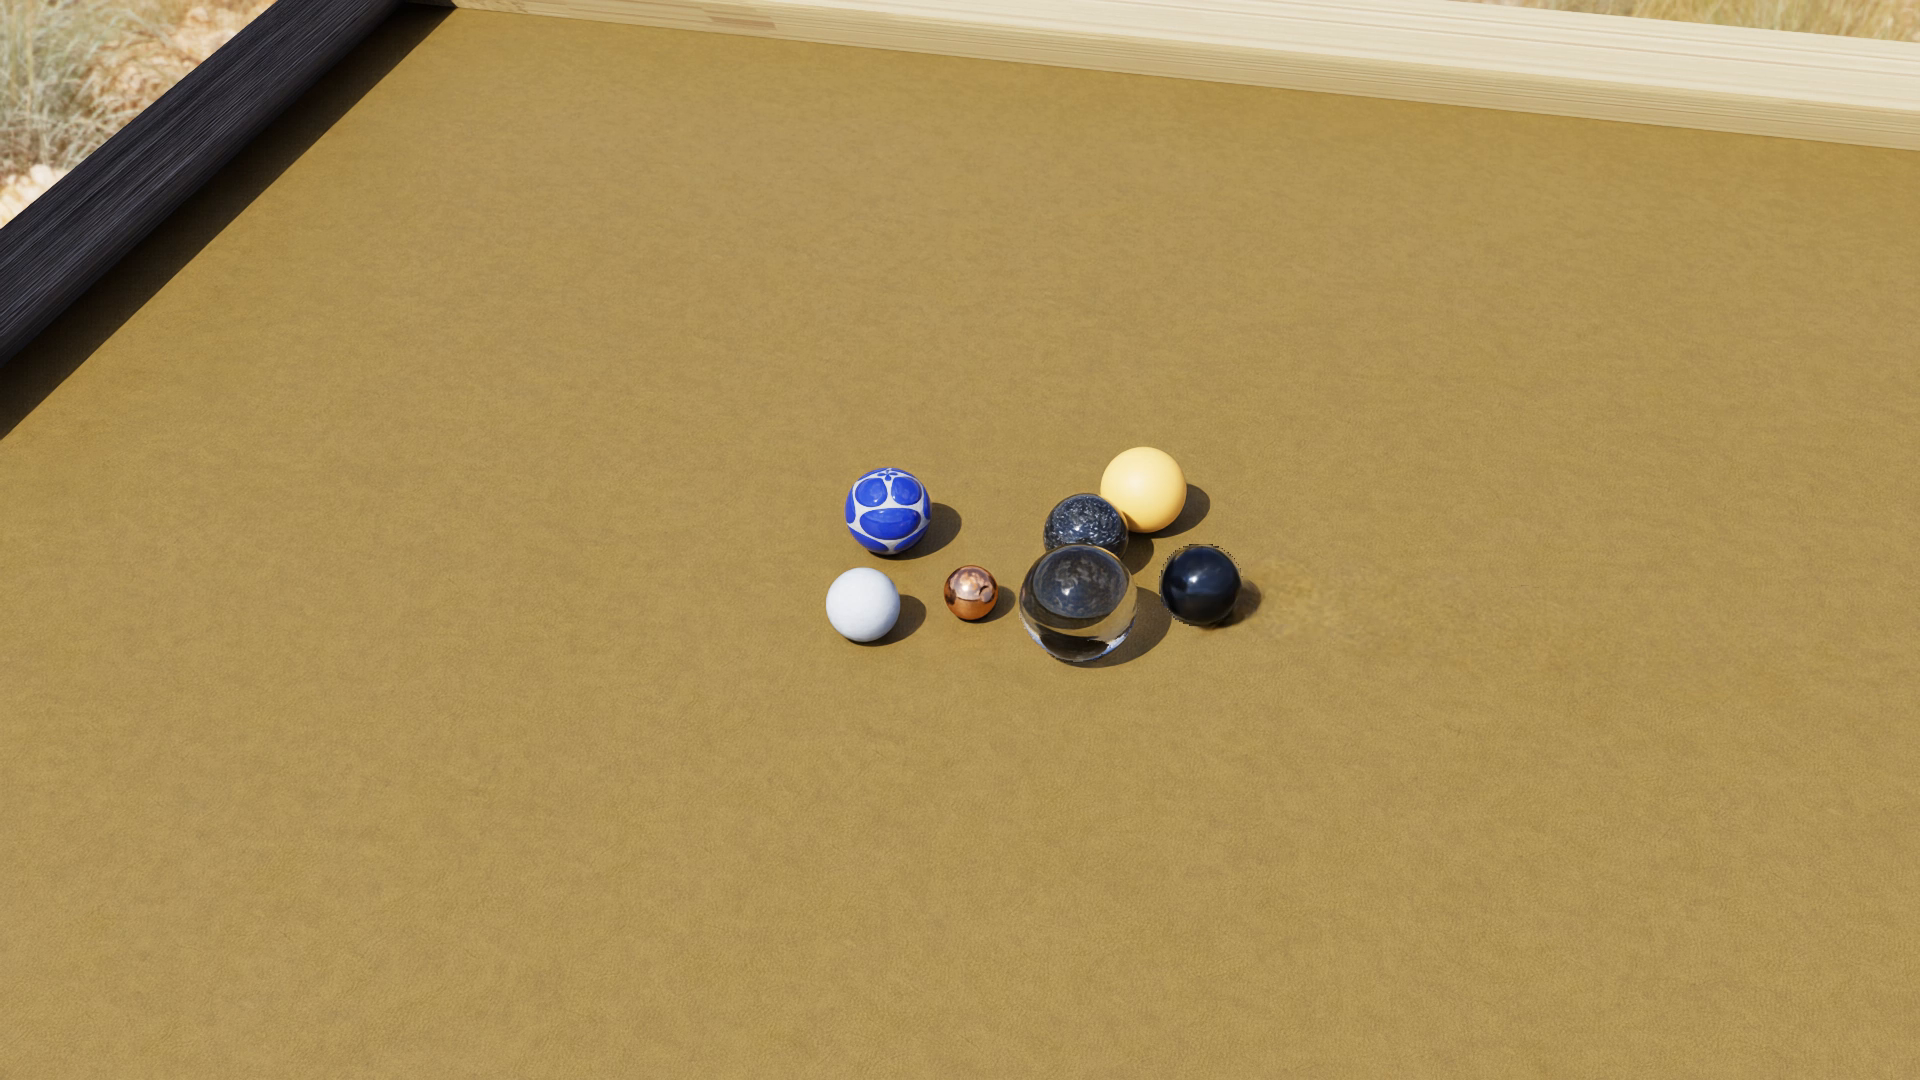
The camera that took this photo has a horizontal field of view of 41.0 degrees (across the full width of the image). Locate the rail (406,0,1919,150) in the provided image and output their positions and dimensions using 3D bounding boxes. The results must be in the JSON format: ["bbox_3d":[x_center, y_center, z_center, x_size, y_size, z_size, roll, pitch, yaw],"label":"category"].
[{"bbox_3d":[1.114,-0.424,2.587,3.643,0.115,0.045,8,35,11],"label":"rail"}]

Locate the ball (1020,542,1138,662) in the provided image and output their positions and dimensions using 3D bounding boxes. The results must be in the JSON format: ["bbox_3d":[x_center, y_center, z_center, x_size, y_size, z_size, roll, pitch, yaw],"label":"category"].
[{"bbox_3d":[0.089,0.046,1.914,0.089,0.089,0.089,0,34,0],"label":"ball"}]

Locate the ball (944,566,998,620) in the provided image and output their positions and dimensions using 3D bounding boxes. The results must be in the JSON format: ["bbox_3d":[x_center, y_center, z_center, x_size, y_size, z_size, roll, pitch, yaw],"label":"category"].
[{"bbox_3d":[0.008,0.040,1.964,0.042,0.042,0.042,0,34,0],"label":"ball"}]

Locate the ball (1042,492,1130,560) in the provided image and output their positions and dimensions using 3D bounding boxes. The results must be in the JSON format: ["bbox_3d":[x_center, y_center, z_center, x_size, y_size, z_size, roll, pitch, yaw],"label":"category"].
[{"bbox_3d":[0.098,-0.003,2.006,0.068,0.068,0.068,0,34,0],"label":"ball"}]

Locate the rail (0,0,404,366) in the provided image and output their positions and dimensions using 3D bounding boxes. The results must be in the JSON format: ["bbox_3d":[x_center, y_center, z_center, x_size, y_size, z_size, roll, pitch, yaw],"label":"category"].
[{"bbox_3d":[-0.862,-0.139,2.164,0.045,0.115,1.978,8,35,11],"label":"rail"}]

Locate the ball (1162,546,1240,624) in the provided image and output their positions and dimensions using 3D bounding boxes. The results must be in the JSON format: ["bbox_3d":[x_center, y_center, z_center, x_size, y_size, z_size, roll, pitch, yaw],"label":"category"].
[{"bbox_3d":[0.184,0.035,1.957,0.060,0.060,0.060,0,34,0],"label":"ball"}]

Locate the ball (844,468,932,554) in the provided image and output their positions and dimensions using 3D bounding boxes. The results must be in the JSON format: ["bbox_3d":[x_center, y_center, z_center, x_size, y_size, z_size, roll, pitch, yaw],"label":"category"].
[{"bbox_3d":[-0.057,-0.023,2.034,0.069,0.069,0.069,0,34,0],"label":"ball"}]

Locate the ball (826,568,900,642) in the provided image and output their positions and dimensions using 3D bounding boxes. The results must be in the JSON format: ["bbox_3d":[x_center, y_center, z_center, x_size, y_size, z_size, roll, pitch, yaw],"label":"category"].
[{"bbox_3d":[-0.073,0.049,1.939,0.057,0.057,0.057,0,34,0],"label":"ball"}]

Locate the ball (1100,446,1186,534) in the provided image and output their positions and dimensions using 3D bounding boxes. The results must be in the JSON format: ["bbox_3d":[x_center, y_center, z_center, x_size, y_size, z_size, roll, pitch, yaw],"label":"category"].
[{"bbox_3d":[0.147,-0.040,2.059,0.069,0.069,0.069,0,34,0],"label":"ball"}]
